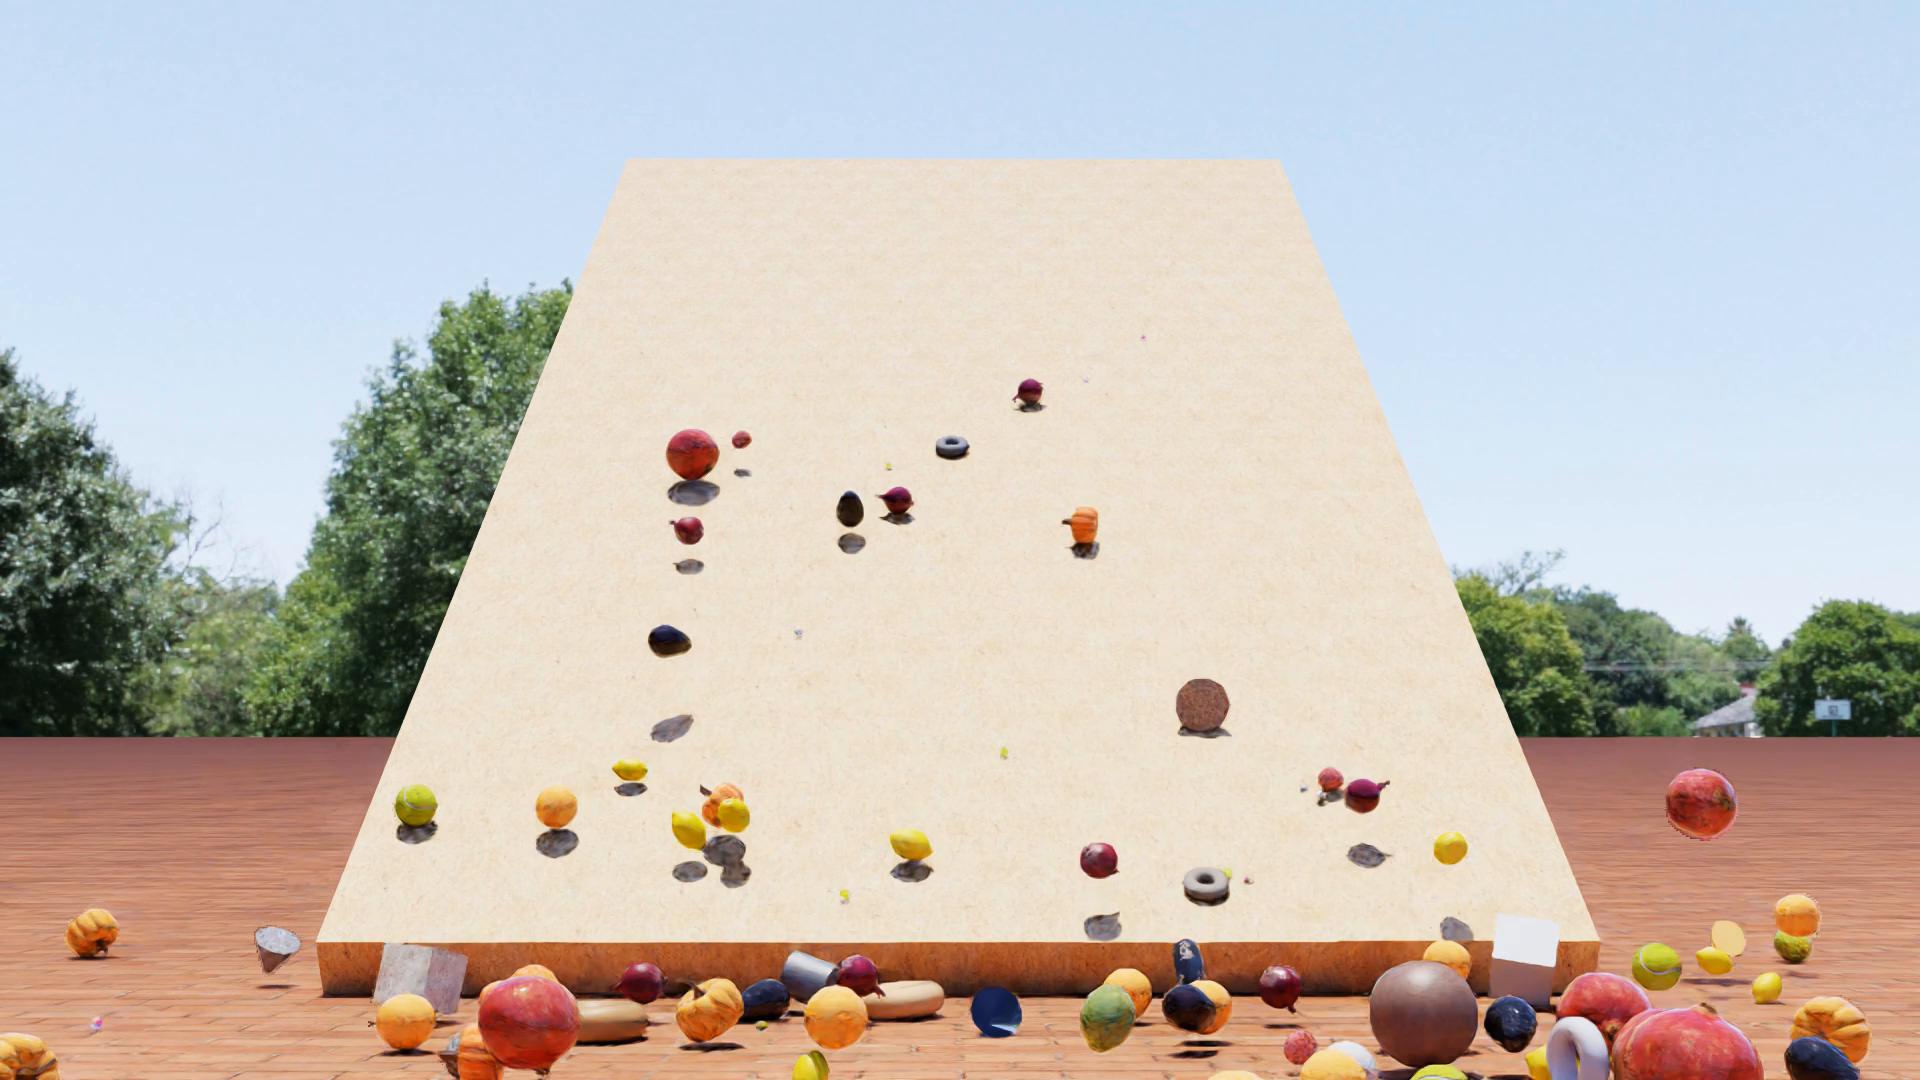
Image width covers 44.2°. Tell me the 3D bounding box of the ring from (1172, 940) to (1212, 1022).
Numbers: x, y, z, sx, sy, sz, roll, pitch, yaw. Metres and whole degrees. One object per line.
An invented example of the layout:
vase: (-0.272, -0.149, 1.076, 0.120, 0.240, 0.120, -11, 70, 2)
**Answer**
ring: (0.330, 0.624, 3.353, 0.040, 0.119, 0.119, -12, -6, 4)

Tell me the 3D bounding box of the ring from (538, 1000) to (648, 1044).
ring: (-0.492, 0.646, 3.175, 0.146, 0.049, 0.146, -1, -6, 0)

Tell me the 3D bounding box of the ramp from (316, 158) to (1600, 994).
ramp: (-0.010, -0.227, 5.492, 2.000, 0.100, 4.000, 0, 27, 0)

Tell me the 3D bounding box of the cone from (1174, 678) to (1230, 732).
cone: (0.435, 0.294, 4.292, 0.097, 0.097, 0.097, 0, 2, 1)

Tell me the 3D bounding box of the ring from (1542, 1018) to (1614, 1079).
ring: (0.675, 0.567, 2.584, 0.031, 0.094, 0.094, 23, -15, -27)

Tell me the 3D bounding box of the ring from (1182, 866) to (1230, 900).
ring: (0.396, 0.552, 3.804, 0.075, 0.025, 0.075, -1, 27, 1)

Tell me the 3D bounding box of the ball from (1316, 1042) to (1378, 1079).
ball: (0.431, 0.593, 2.637, 0.067, 0.067, 0.067, 0, -5, 0)

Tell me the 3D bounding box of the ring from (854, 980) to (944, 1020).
ring: (-0.088, 0.667, 3.428, 0.134, 0.045, 0.134, -5, -5, 0)

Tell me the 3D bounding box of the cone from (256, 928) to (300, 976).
cone: (-1.120, 0.681, 3.850, 0.071, 0.071, 0.071, 20, 19, -7)

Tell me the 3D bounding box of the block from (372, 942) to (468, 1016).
block: (-0.762, 0.620, 3.344, 0.084, 0.084, 0.084, 2, -17, 26)

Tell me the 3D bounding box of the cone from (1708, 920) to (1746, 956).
cone: (1.408, 0.750, 4.393, 0.070, 0.070, 0.070, 1, -29, -16)

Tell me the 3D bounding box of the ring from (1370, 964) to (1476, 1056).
ring: (0.598, 0.605, 3.052, 0.139, 0.046, 0.139, 5, 39, -4)

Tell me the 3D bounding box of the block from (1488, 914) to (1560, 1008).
block: (0.844, 0.629, 3.543, 0.090, 0.090, 0.090, 7, 40, 15)

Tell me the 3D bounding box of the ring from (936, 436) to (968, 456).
ring: (-0.018, -0.211, 5.321, 0.077, 0.026, 0.077, 0, 28, 0)

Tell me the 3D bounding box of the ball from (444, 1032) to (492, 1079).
ball: (-0.583, 0.612, 2.806, 0.056, 0.056, 0.056, 0, -5, 0)

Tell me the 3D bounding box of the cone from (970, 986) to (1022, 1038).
cone: (0.040, 0.659, 3.237, 0.072, 0.072, 0.072, 1, -31, -16)
